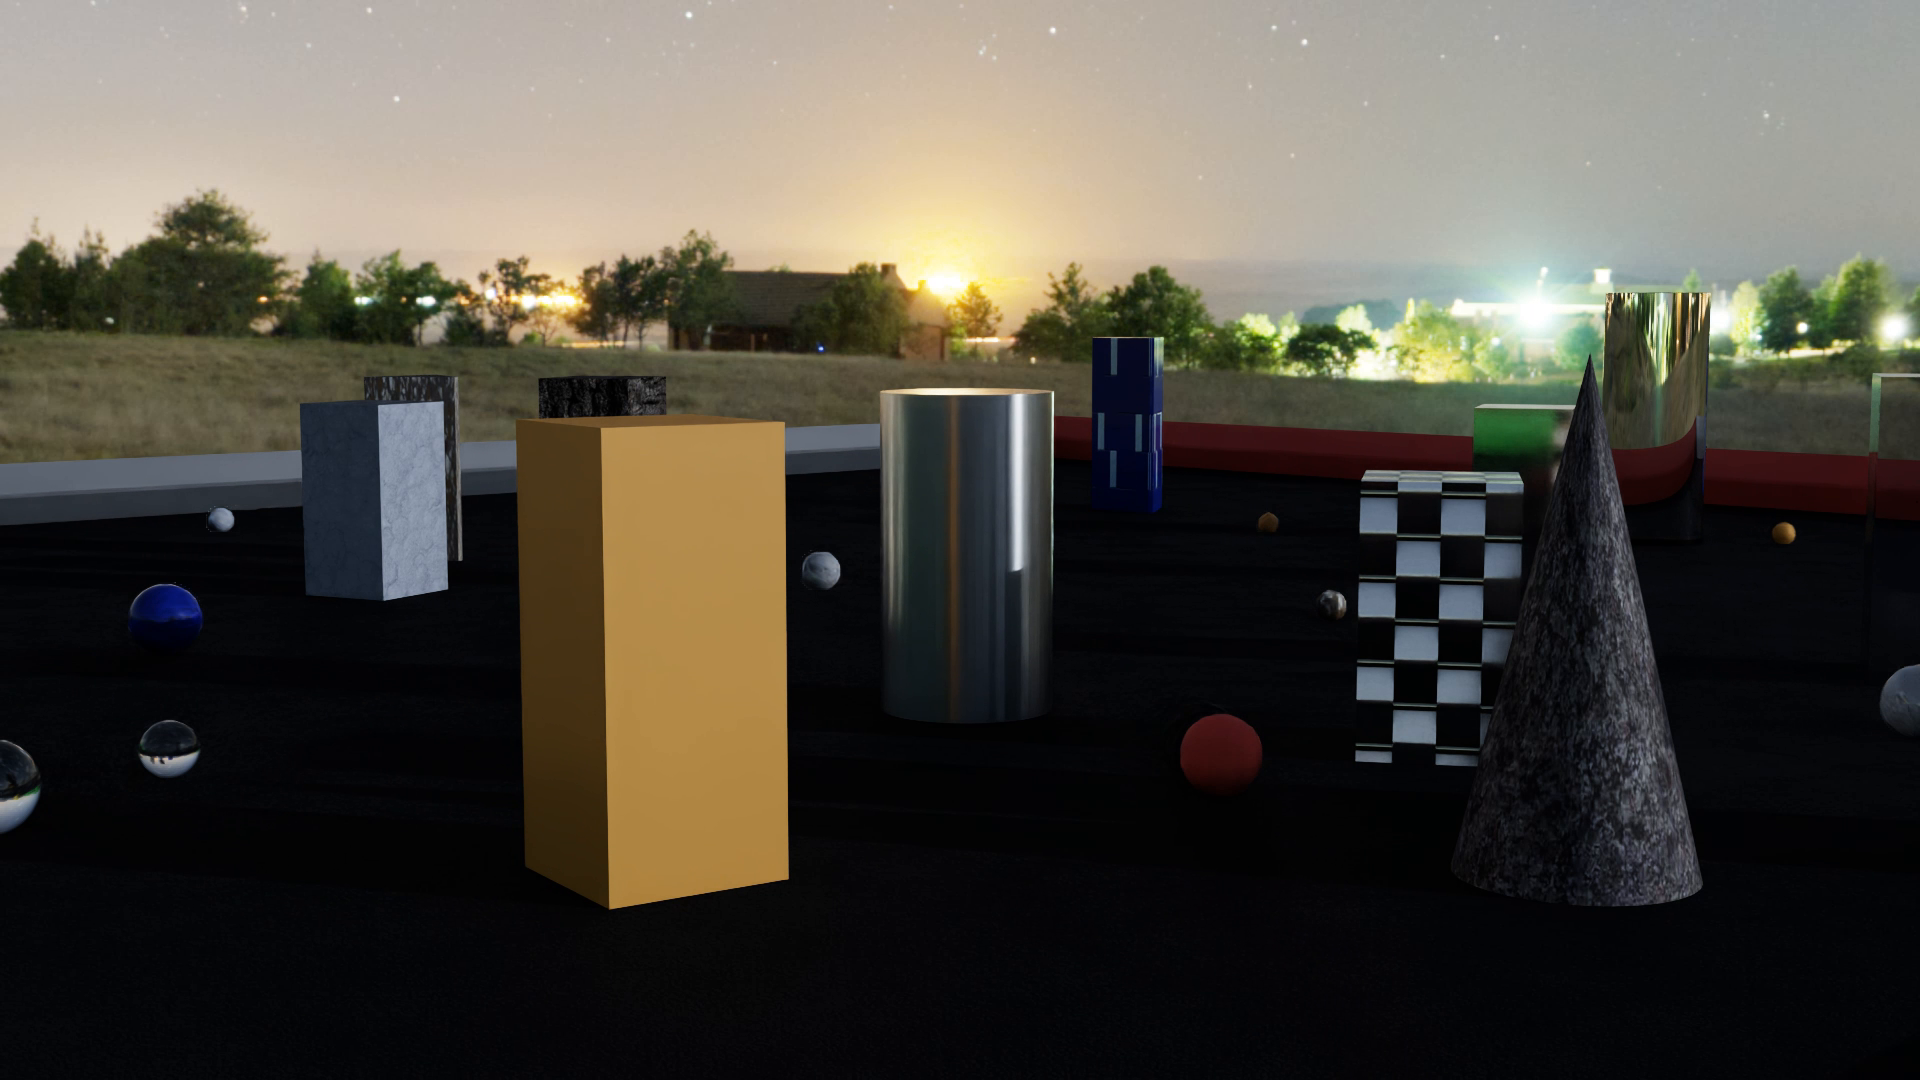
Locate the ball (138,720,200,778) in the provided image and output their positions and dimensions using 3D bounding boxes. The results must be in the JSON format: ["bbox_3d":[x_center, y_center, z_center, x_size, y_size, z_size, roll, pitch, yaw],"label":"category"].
[{"bbox_3d":[-0.752,0.199,2.091,0.055,0.055,0.055,0,6,0],"label":"ball"}]

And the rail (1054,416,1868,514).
[{"bbox_3d":[1.757,-0.137,4.944,0.045,0.125,4.441,-6,8,-42],"label":"rail"}]

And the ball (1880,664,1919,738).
[{"bbox_3d":[0.997,0.168,2.284,0.077,0.077,0.077,0,6,0],"label":"ball"}]

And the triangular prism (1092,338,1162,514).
[{"bbox_3d":[0.403,-0.259,4.887,0.166,0.381,0.144,5,8,42],"label":"triangular prism"}]

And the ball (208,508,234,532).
[{"bbox_3d":[-1.471,-0.039,4.380,0.050,0.050,0.050,0,6,0],"label":"ball"}]

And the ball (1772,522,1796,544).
[{"bbox_3d":[1.558,-0.012,4.158,0.043,0.043,0.043,0,6,0],"label":"ball"}]

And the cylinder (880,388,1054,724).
[{"bbox_3d":[0.007,0.012,2.445,0.192,0.354,0.192,0,6,0],"label":"cylinder"}]

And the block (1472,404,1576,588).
[{"bbox_3d":[0.923,-0.075,3.590,0.154,0.286,0.154,2,6,19],"label":"block"}]

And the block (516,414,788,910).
[{"bbox_3d":[-0.241,0.085,1.723,0.154,0.358,0.154,-4,7,-34],"label":"block"}]

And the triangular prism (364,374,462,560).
[{"bbox_3d":[-0.963,-0.133,3.958,0.166,0.325,0.144,0,6,4],"label":"triangular prism"}]

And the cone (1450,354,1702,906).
[{"bbox_3d":[0.486,0.059,1.718,0.192,0.411,0.192,0,6,0],"label":"cone"}]

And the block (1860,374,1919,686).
[{"bbox_3d":[1.177,-0.015,2.642,0.154,0.365,0.154,2,6,19],"label":"block"}]

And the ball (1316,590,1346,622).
[{"bbox_3d":[0.530,0.094,3.143,0.044,0.044,0.044,0,6,0],"label":"ball"}]

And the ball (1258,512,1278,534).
[{"bbox_3d":[0.611,-0.033,4.361,0.042,0.042,0.042,0,6,0],"label":"ball"}]

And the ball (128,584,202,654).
[{"bbox_3d":[-1.026,0.102,2.839,0.091,0.091,0.091,0,6,0],"label":"ball"}]

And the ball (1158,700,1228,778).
[{"bbox_3d":[0.226,0.189,2.084,0.076,0.076,0.076,0,6,0],"label":"ball"}]

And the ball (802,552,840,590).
[{"bbox_3d":[-0.220,0.049,3.485,0.062,0.062,0.062,0,6,0],"label":"ball"}]

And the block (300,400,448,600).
[{"bbox_3d":[-0.918,-0.066,3.451,0.154,0.299,0.154,3,7,25],"label":"block"}]

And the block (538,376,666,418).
[{"bbox_3d":[-0.577,-0.097,3.576,0.154,0.334,0.154,2,6,15],"label":"block"}]

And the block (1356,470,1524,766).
[{"bbox_3d":[0.482,0.074,2.215,0.154,0.277,0.154,1,6,12],"label":"block"}]

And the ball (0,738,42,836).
[{"bbox_3d":[-0.821,0.209,1.857,0.084,0.084,0.084,0,6,0],"label":"ball"}]

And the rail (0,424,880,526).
[{"bbox_3d":[-1.490,-0.136,4.938,4.828,0.125,0.045,-6,8,-42],"label":"rail"}]

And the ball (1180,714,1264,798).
[{"bbox_3d":[0.239,0.197,2.009,0.076,0.076,0.076,0,6,0],"label":"ball"}]

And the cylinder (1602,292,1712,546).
[{"bbox_3d":[1.328,-0.234,4.207,0.192,0.474,0.192,0,6,0],"label":"cylinder"}]
